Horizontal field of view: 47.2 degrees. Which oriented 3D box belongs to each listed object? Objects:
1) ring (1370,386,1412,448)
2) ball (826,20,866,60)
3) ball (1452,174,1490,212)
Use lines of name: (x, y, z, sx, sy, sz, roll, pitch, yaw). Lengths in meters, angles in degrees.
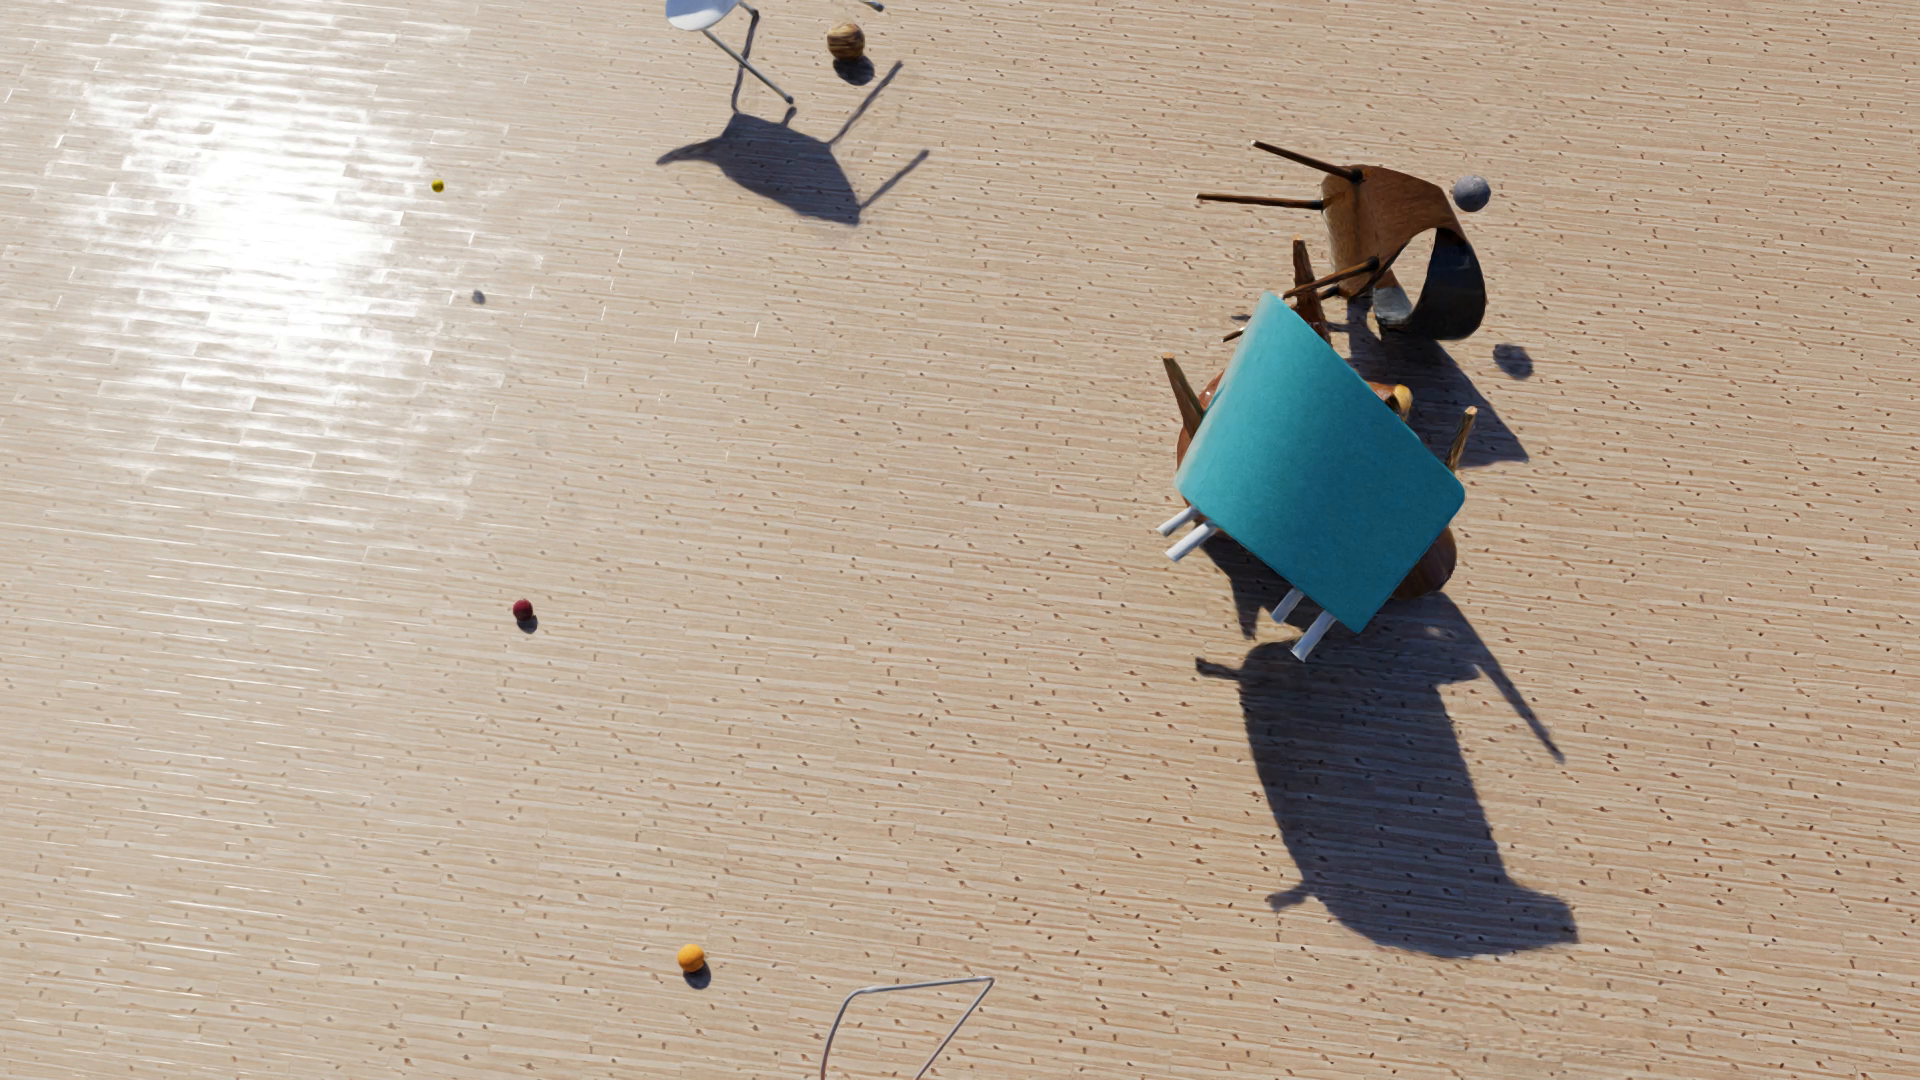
ring: (1.313, -0.375, 6.709, 0.072, 0.179, 0.210, 22, 100, -4)
ball: (-0.398, -1.738, 7.658, 0.137, 0.137, 0.137, 0, 56, 0)
ball: (1.587, -1.075, 6.823, 0.114, 0.114, 0.114, 0, 56, 0)
